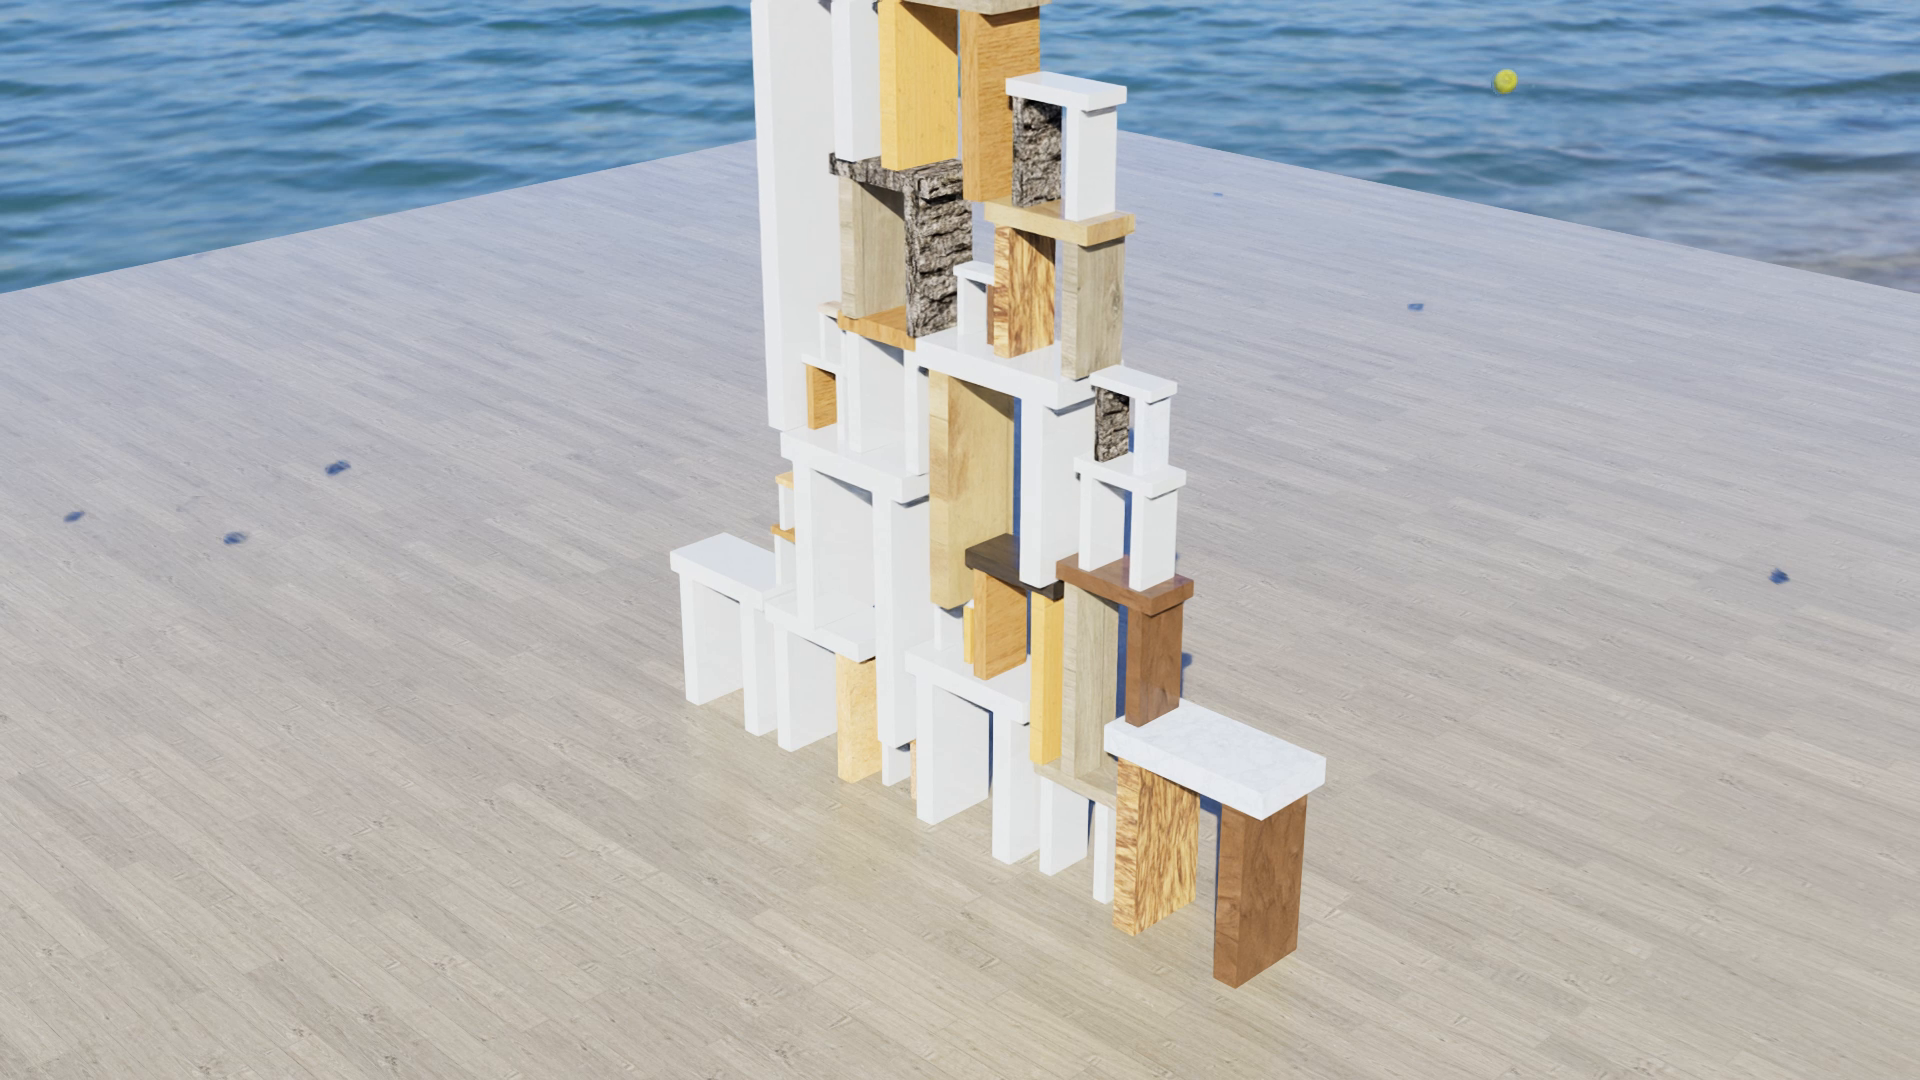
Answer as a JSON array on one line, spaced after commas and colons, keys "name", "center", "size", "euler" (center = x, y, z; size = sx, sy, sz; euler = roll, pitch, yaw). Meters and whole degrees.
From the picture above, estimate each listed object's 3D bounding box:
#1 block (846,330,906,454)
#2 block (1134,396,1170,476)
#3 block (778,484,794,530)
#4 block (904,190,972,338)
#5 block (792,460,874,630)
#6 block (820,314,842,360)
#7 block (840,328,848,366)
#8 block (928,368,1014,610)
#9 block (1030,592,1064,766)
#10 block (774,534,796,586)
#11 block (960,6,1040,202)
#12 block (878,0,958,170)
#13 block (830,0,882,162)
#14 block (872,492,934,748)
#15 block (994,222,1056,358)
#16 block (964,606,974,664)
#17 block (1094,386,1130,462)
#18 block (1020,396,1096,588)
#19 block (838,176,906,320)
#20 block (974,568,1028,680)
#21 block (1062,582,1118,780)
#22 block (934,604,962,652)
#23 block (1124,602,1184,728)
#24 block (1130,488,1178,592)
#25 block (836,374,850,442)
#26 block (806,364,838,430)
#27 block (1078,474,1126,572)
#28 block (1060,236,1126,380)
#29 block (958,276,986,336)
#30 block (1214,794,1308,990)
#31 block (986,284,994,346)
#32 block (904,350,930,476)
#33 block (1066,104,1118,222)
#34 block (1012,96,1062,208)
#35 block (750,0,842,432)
[{"name": "block", "center": [-0.161, -0.300, 4.274], "size": [0.122, 0.243, 0.034], "euler": [-21, 31, -40]}, {"name": "block", "center": [0.330, -0.184, 3.783], "size": [0.069, 0.138, 0.020], "euler": [-21, 31, -40]}, {"name": "block", "center": [-0.352, -0.075, 4.577], "size": [0.014, 0.101, 0.050], "euler": [21, 31, 41]}, {"name": "block", "center": [-0.038, -0.514, 4.035], "size": [0.134, 0.268, 0.038], "euler": [-21, 31, -40]}, {"name": "block", "center": [-0.252, -0.012, 4.490], "size": [0.050, 0.356, 0.178], "euler": [21, 31, 41]}, {"name": "block", "center": [-0.253, -0.405, 4.318], "size": [0.046, 0.093, 0.013], "euler": [-21, 31, -40]}, {"name": "block", "center": [-0.210, -0.388, 4.277], "size": [0.046, 0.093, 0.013], "euler": [-21, 31, -40]}, {"name": "block", "center": [0.022, -0.115, 4.143], "size": [0.050, 0.468, 0.175], "euler": [21, 31, 40]}, {"name": "block", "center": [0.183, 0.244, 4.124], "size": [0.032, 0.351, 0.113], "euler": [21, 31, 40]}, {"name": "block", "center": [-0.362, 0.035, 4.635], "size": [0.016, 0.113, 0.057], "euler": [21, 31, 41]}, {"name": "block", "center": [0.071, -0.763, 3.821], "size": [0.152, 0.325, 0.043], "euler": [-21, 29, -40]}, {"name": "block", "center": [-0.074, -0.828, 3.946], "size": [0.152, 0.303, 0.043], "euler": [-21, 31, -40]}, {"name": "block", "center": [-0.152, -0.877, 4.013], "size": [0.171, 0.341, 0.048], "euler": [-21, 31, -40]}, {"name": "block", "center": [-0.086, 0.138, 4.372], "size": [0.178, 0.539, 0.050], "euler": [-21, 31, -40]}, {"name": "block", "center": [0.115, -0.454, 3.905], "size": [0.034, 0.242, 0.121], "euler": [21, 31, 40]}, {"name": "block", "center": [0.035, 0.174, 4.262], "size": [0.017, 0.122, 0.061], "euler": [21, 31, 41]}, {"name": "block", "center": [0.266, -0.210, 3.843], "size": [0.069, 0.138, 0.020], "euler": [-21, 31, -40]}, {"name": "block", "center": [0.188, -0.105, 3.968], "size": [0.175, 0.350, 0.050], "euler": [-21, 31, -41]}, {"name": "block", "center": [-0.163, -0.564, 4.153], "size": [0.134, 0.268, 0.038], "euler": [-21, 31, -40]}, {"name": "block", "center": [0.077, 0.145, 4.199], "size": [0.032, 0.226, 0.113], "euler": [21, 31, 41]}, {"name": "block", "center": [0.240, 0.246, 4.064], "size": [0.114, 0.396, 0.032], "euler": [-21, 31, -40]}, {"name": "block", "center": [-0.023, 0.151, 4.316], "size": [0.017, 0.122, 0.061], "euler": [21, 31, 41]}, {"name": "block", "center": [0.347, 0.211, 3.932], "size": [0.032, 0.228, 0.114], "euler": [21, 31, 41]}, {"name": "block", "center": [0.338, -0.009, 3.843], "size": [0.090, 0.181, 0.026], "euler": [-21, 31, -40]}, {"name": "block", "center": [-0.211, -0.269, 4.338], "size": [0.068, 0.136, 0.019], "euler": [-21, 31, -40]}, {"name": "block", "center": [-0.274, -0.294, 4.398], "size": [0.068, 0.136, 0.019], "euler": [-21, 31, -40]}, {"name": "block", "center": [0.254, -0.043, 3.922], "size": [0.090, 0.181, 0.026], "euler": [-21, 31, -40]}, {"name": "block", "center": [0.230, -0.409, 3.801], "size": [0.034, 0.242, 0.121], "euler": [21, 31, 40]}, {"name": "block", "center": [0.022, -0.433, 4.023], "size": [0.056, 0.112, 0.016], "euler": [-20, 31, -39]}, {"name": "block", "center": [0.532, 0.599, 3.893], "size": [0.050, 0.356, 0.178], "euler": [21, 31, 41]}, {"name": "block", "center": [0.074, -0.413, 3.974], "size": [0.056, 0.112, 0.016], "euler": [-21, 31, -40]}, {"name": "block", "center": [-0.048, -0.255, 4.168], "size": [0.122, 0.243, 0.034], "euler": [-21, 31, -40]}, {"name": "block", "center": [0.221, -0.639, 3.703], "size": [0.095, 0.189, 0.027], "euler": [-21, 31, -40]}, {"name": "block", "center": [0.133, -0.674, 3.786], "size": [0.095, 0.189, 0.027], "euler": [-21, 30, -40]}, {"name": "block", "center": [-0.309, -0.671, 4.278], "size": [0.171, 0.925, 0.048], "euler": [-21, 31, -40]}]
